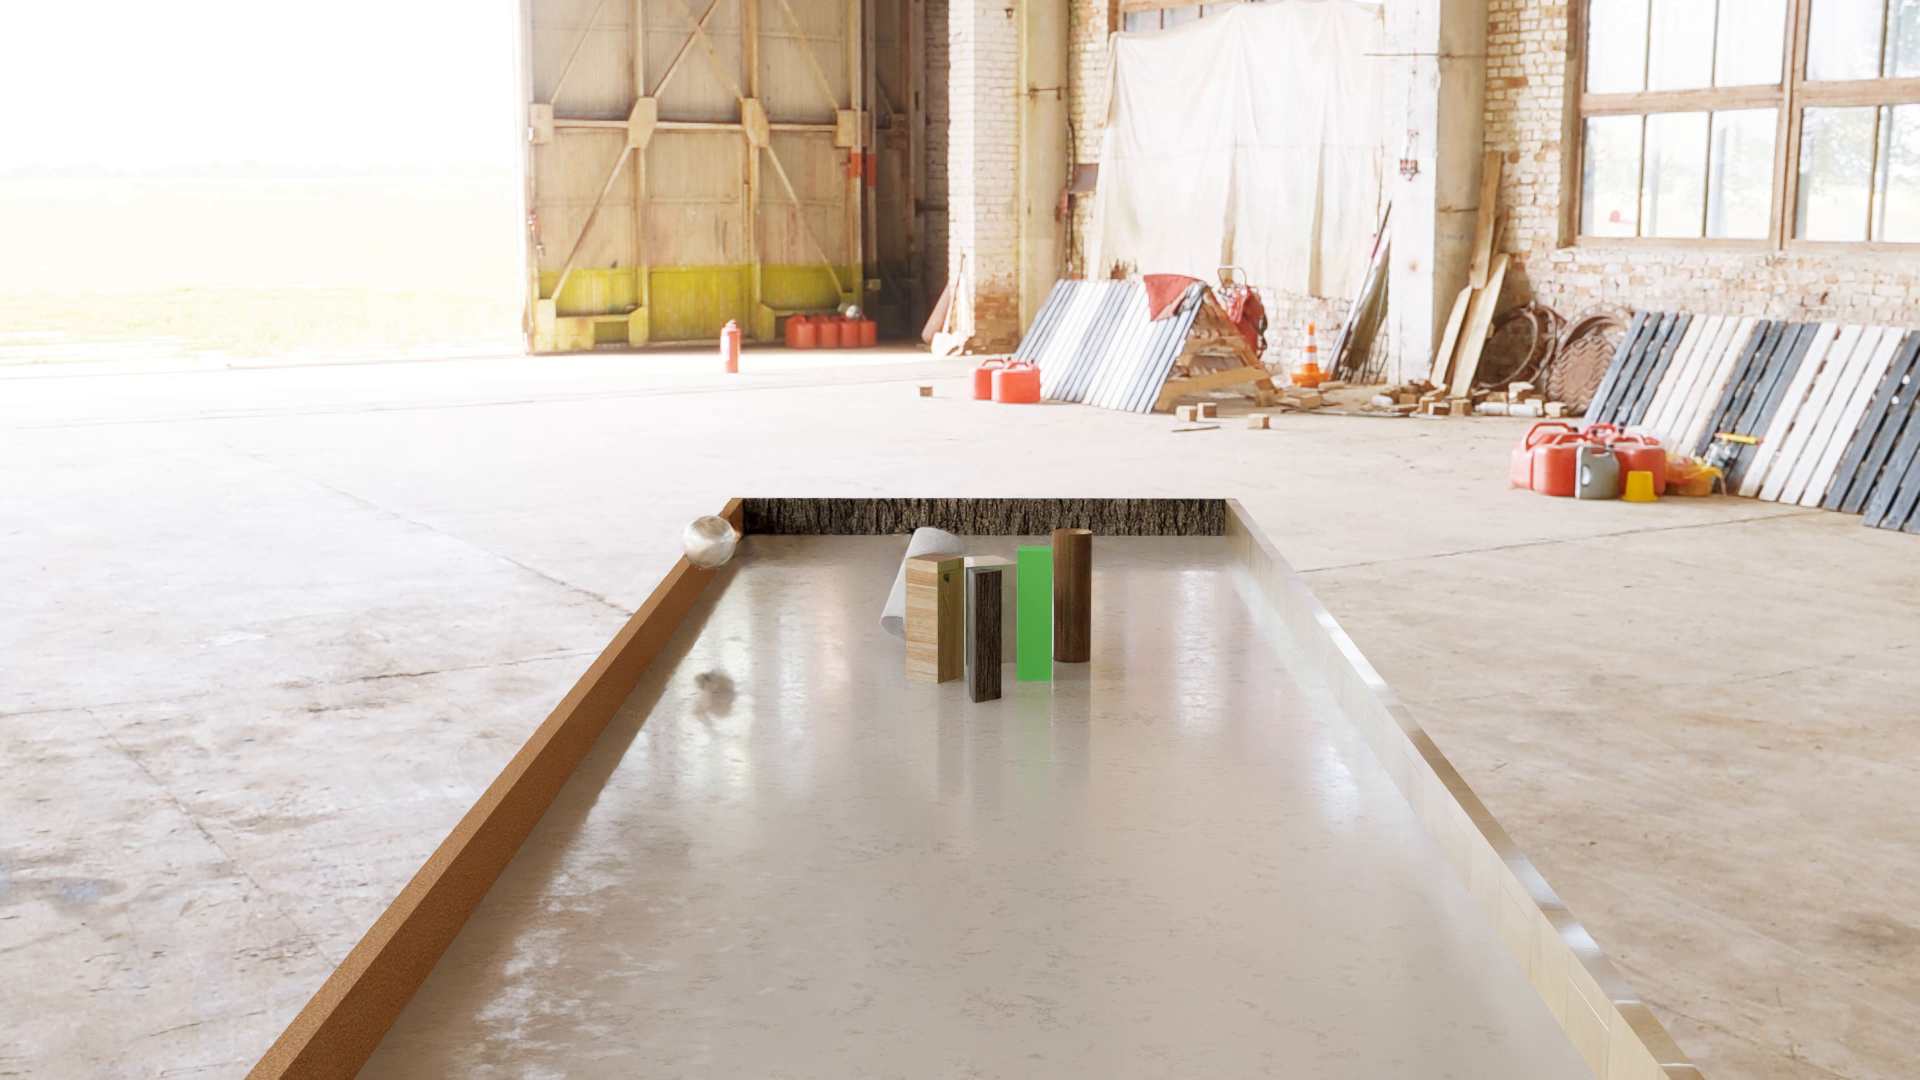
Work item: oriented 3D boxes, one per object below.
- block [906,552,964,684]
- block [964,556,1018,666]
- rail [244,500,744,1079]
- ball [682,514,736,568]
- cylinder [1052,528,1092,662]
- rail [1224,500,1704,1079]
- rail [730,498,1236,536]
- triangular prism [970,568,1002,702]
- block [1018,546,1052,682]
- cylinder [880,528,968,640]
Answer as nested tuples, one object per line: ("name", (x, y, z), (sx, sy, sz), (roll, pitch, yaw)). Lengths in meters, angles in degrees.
("block", (-0.073, 0.227, 6.435), (0.122, 0.357, 0.122), (7, 12, 39))
("block", (0.063, 0.213, 6.697), (0.169, 0.303, 0.169), (-4, 10, -22))
("rail", (-1.004, 0.839, 3.234), (0.050, 0.150, 12.000), (0, 9, 1))
("ball", (-0.832, 0.005, 7.296), (0.177, 0.177, 0.177), (0, 9, 0))
("cylinder", (0.340, 0.169, 6.690), (0.123, 0.393, 0.123), (0, 9, 0))
("rail", (1.046, 0.843, 3.208), (0.050, 0.150, 12.000), (0, 9, 1))
("rail", (0.099, -0.098, 9.147), (2.100, 0.150, 0.050), (0, 9, 1))
("triangular prism", (0.053, 0.264, 6.173), (0.096, 0.366, 0.084), (-7, 11, -37))
("block", (0.220, 0.214, 6.434), (0.101, 0.383, 0.101), (0, 9, 3))
("cylinder", (-0.113, 0.145, 6.935), (0.180, 0.323, 0.180), (17, -25, 8))
